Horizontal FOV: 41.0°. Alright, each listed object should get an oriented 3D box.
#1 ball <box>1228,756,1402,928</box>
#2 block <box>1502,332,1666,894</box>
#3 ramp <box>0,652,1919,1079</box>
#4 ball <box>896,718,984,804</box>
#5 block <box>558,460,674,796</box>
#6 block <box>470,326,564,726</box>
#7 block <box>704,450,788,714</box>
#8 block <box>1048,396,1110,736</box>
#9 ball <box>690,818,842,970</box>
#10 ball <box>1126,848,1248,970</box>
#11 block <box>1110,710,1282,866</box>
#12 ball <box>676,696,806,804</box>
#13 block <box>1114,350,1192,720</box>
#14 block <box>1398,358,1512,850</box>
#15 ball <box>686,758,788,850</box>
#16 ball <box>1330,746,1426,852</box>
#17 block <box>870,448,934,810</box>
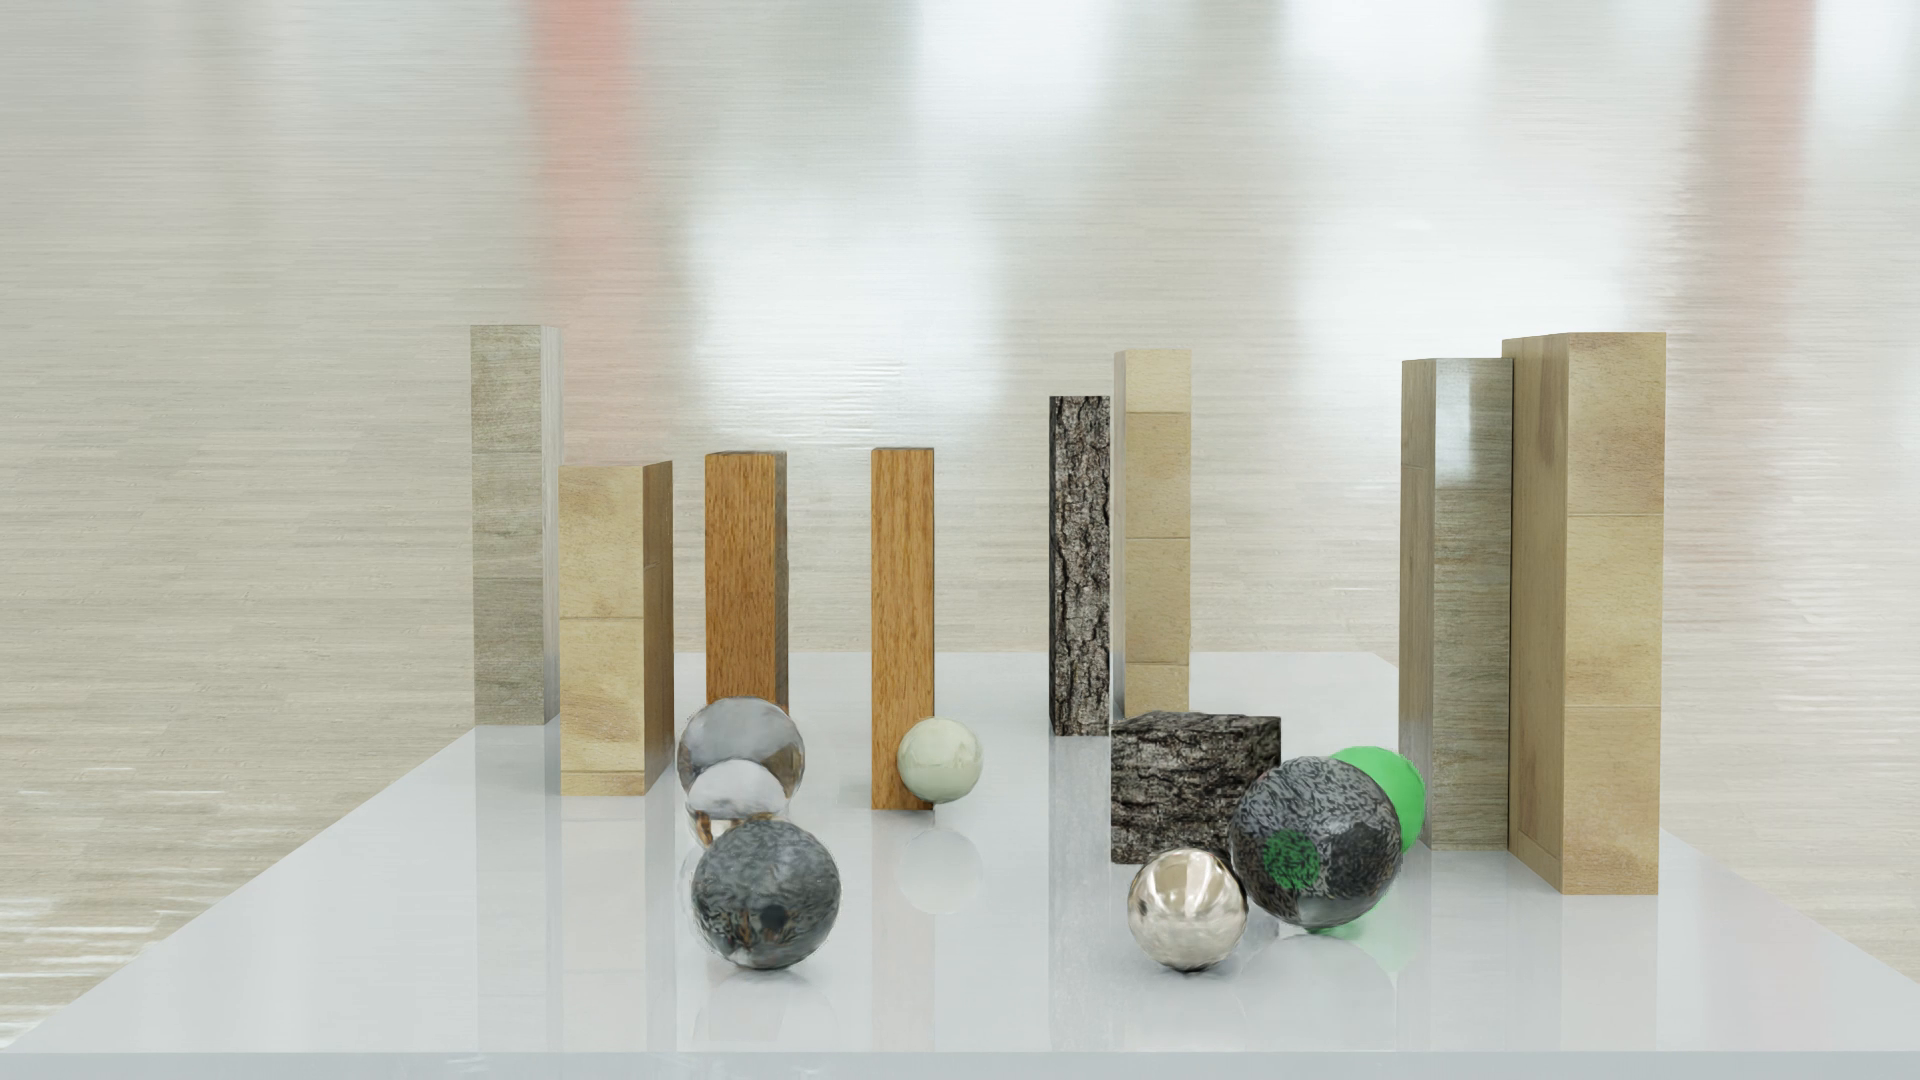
[{"bbox_3d":[0.429,0.364,3.100,0.207,0.207,0.207,0,21,0],"label":"ball"},{"bbox_3d":[0.843,0.086,3.516,0.124,0.727,0.410,0,3,0],"label":"block"},{"bbox_3d":[0.049,0.445,4.532,2.000,0.100,4.000,0,3,0],"label":"ramp"},{"bbox_3d":[-0.031,0.340,3.959,0.133,0.133,0.133,0,21,0],"label":"ball"},{"bbox_3d":[-0.580,0.136,4.375,0.136,0.534,0.444,0,3,0],"label":"block"},{"bbox_3d":[-0.890,-0.036,5.201,0.137,0.788,0.299,0,3,0],"label":"block"},{"bbox_3d":[-0.402,0.105,4.884,0.126,0.541,0.379,0,3,0],"label":"block"},{"bbox_3d":[0.233,0.041,5.059,0.103,0.648,0.347,0,3,0],"label":"block"},{"bbox_3d":[-0.219,0.400,2.897,0.169,0.169,0.169,0,21,0],"label":"ball"},{"bbox_3d":[0.256,0.415,2.894,0.138,0.138,0.138,0,21,0],"label":"ball"},{"bbox_3d":[0.333,0.350,3.609,0.190,0.190,0.190,1,3,22],"label":"block"},{"bbox_3d":[-0.331,0.333,3.886,0.195,0.195,0.195,0,21,0],"label":"ball"},{"bbox_3d":[0.396,-0.021,5.335,0.130,0.741,0.390,0,3,0],"label":"block"},{"bbox_3d":[0.724,0.085,3.778,0.107,0.700,0.283,0,3,0],"label":"block"},{"bbox_3d":[-0.311,0.376,3.580,0.142,0.142,0.142,0,21,0],"label":"ball"},{"bbox_3d":[0.561,0.366,3.553,0.164,0.164,0.164,0,21,0],"label":"ball"},{"bbox_3d":[-0.090,0.134,4.151,0.096,0.562,0.276,0,3,0],"label":"block"}]
